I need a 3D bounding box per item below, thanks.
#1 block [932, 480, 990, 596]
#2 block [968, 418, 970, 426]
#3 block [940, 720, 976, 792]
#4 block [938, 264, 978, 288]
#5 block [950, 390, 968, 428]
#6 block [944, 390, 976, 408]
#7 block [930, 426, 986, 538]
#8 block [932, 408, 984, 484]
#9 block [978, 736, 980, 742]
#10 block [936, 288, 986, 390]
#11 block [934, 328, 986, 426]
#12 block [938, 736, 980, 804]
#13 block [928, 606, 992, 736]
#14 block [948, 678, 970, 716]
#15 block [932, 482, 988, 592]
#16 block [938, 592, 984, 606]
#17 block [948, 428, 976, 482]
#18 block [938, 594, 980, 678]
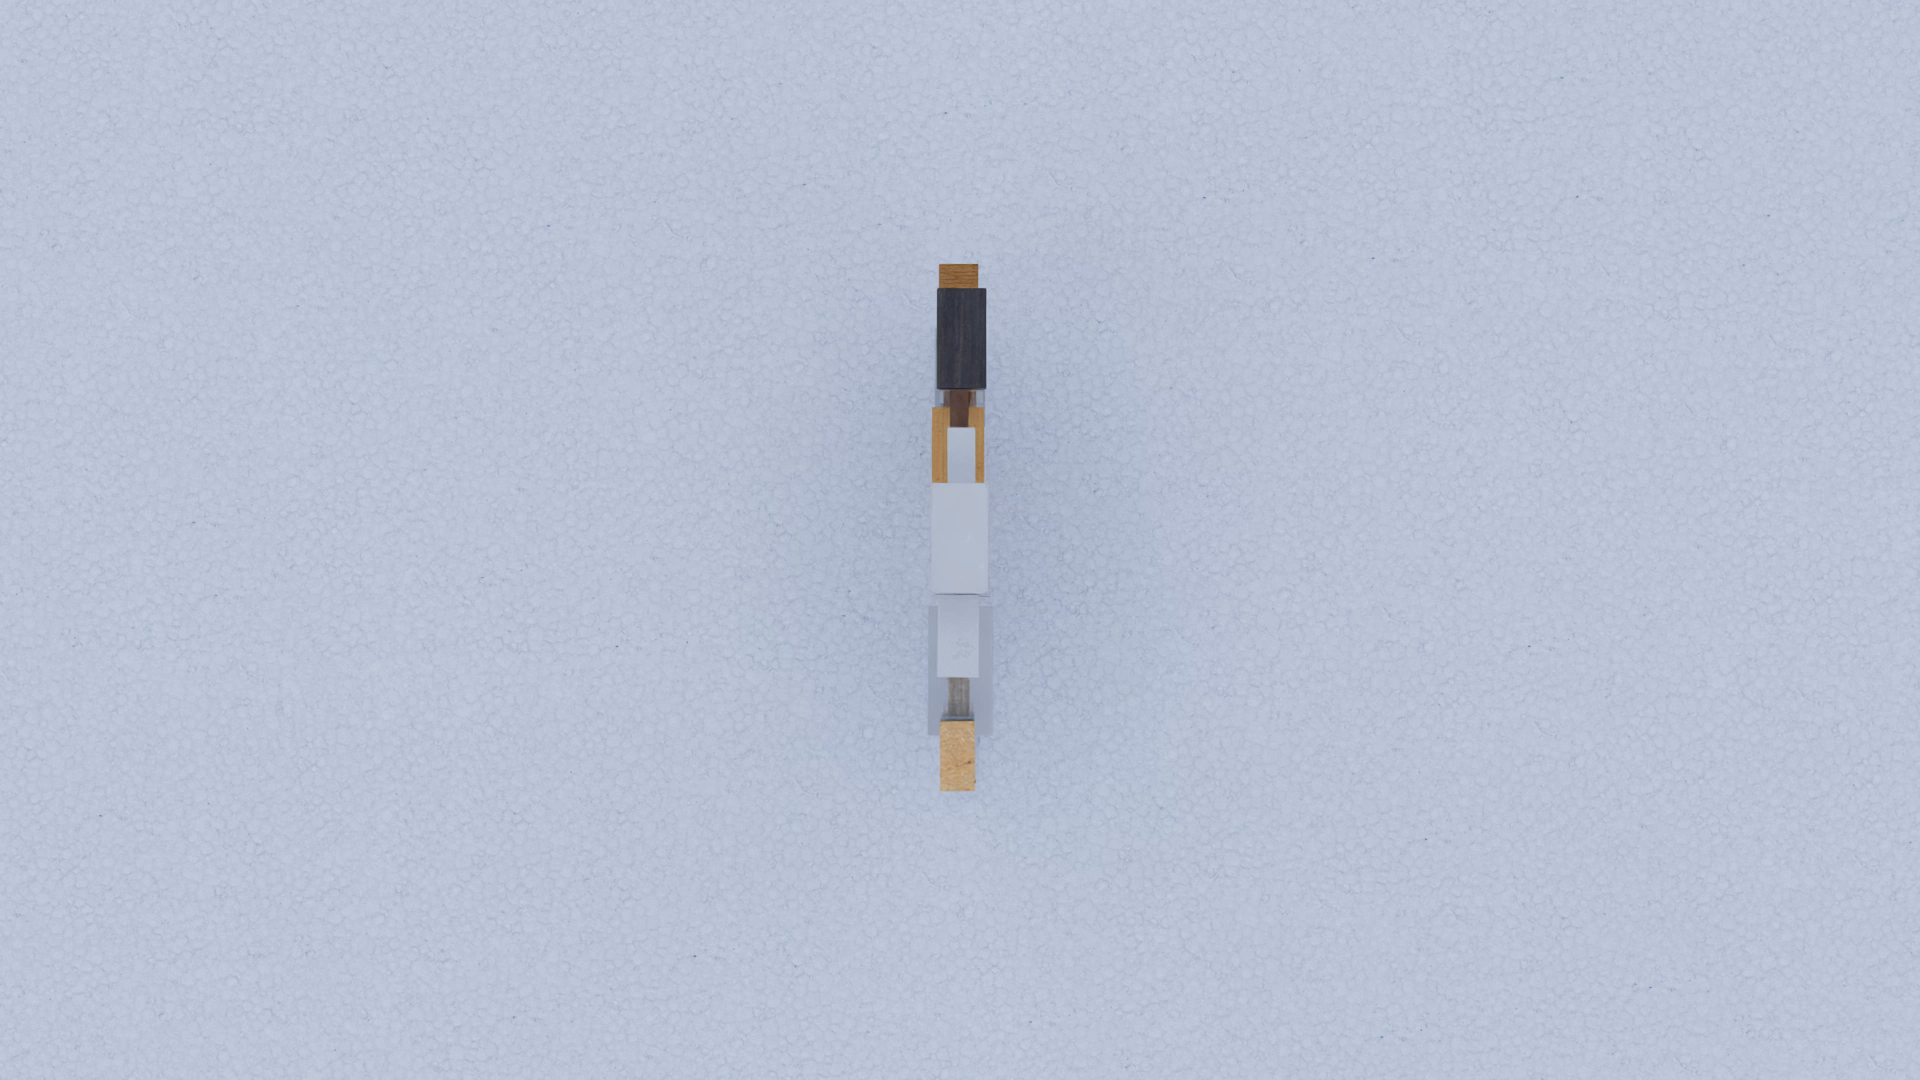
[{"bbox_3d":[0.002,-0.005,5.115,0.180,0.051,0.359,0,90,0],"label":"block"},{"bbox_3d":[-0.001,-0.310,4.357,0.049,0.097,0.014,0,90,0],"label":"block"},{"bbox_3d":[-0.007,0.567,4.335,0.092,0.026,0.184,-1,93,0],"label":"block"},{"bbox_3d":[-0.004,-0.661,4.618,0.110,0.031,0.221,0,90,0],"label":"block"},{"bbox_3d":[-0.002,-0.343,4.302,0.049,0.014,0.097,1,90,0],"label":"block"},{"bbox_3d":[0.000,-0.453,4.655,0.093,0.026,0.185,0,90,0],"label":"block"},{"bbox_3d":[-0.004,-0.165,4.748,0.160,0.045,0.320,0,90,0],"label":"block"},{"bbox_3d":[-0.005,-0.215,4.425,0.140,0.040,0.280,0,90,0],"label":"block"},{"bbox_3d":[0.000,0.511,5.222,0.130,0.037,0.259,0,90,0],"label":"block"},{"bbox_3d":[0.004,-0.527,4.322,0.130,0.037,0.261,0,90,0],"label":"block"},{"bbox_3d":[0.000,-0.478,4.875,0.148,0.042,0.295,0,90,0],"label":"block"},{"bbox_3d":[-0.003,0.654,4.824,0.115,0.033,0.230,-1,90,0],"label":"block"},{"bbox_3d":[0.001,0.360,4.558,0.178,0.050,0.355,0,89,0],"label":"block"},{"bbox_3d":[-0.004,0.412,4.407,0.058,0.016,0.116,0,89,0],"label":"block"},{"bbox_3d":[-0.001,-0.005,4.113,0.136,0.039,0.273,0,90,0],"label":"block"},{"bbox_3d":[0.000,0.055,4.463,0.122,0.035,0.245,0,90,0],"label":"block"},{"bbox_3d":[0.004,-0.218,4.253,0.071,0.020,0.142,0,90,0],"label":"block"},{"bbox_3d":[-0.004,0.244,4.218,0.105,0.030,0.211,0,89,0],"label":"block"}]
